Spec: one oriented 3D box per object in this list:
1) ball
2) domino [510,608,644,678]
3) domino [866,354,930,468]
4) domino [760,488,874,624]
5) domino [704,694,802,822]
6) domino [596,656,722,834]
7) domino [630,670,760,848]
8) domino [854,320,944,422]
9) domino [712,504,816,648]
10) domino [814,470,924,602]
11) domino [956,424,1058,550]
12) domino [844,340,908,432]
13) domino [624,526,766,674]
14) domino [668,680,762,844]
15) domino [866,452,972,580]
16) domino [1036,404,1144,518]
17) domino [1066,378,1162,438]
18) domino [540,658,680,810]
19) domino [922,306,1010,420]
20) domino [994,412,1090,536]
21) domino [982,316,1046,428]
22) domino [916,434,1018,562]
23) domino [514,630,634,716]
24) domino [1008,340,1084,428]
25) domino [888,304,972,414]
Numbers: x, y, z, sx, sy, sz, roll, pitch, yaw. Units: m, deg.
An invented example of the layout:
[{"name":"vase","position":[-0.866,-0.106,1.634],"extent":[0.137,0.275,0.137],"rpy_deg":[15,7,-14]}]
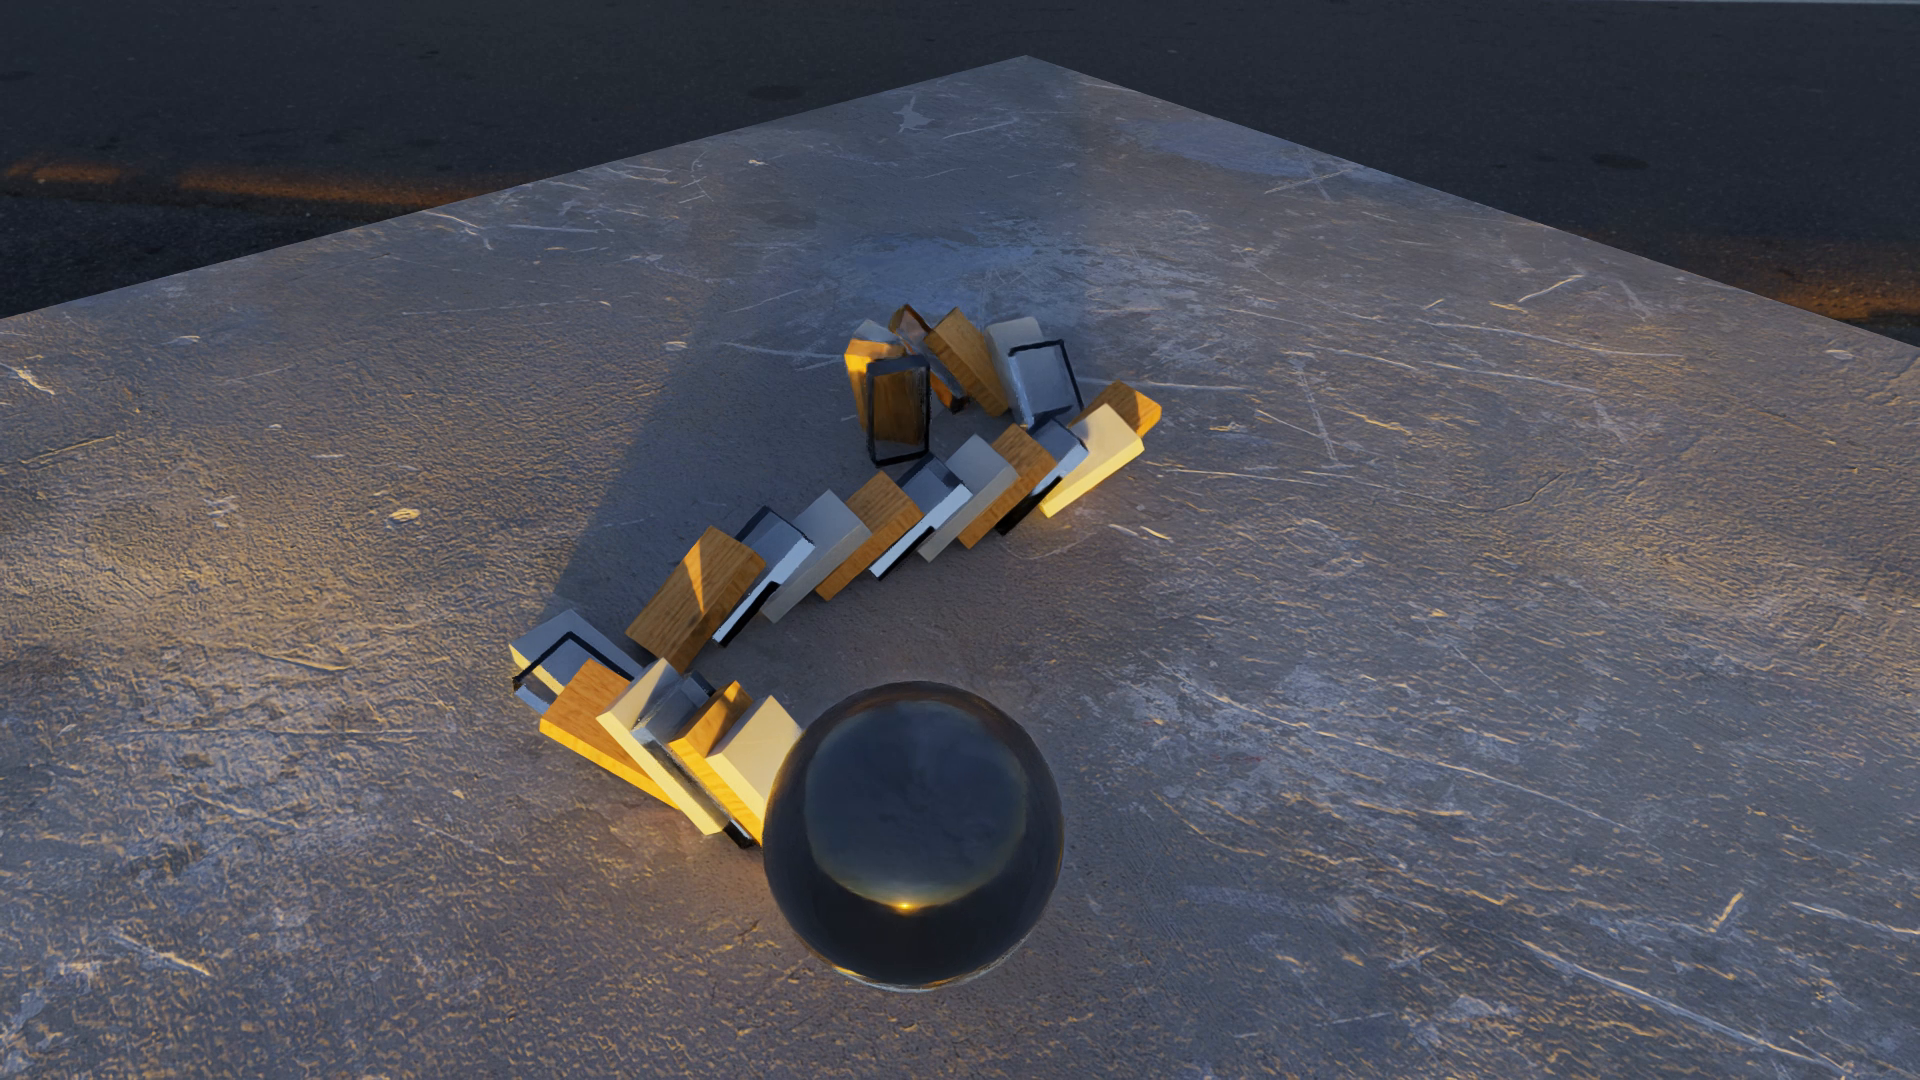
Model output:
[{"name":"ball","position":[-0.012,0.078,0.293],"extent":[0.080,0.080,0.080],"rpy_deg":[0,39,0]},{"name":"domino","position":[-0.134,0.045,0.388],"extent":[0.050,0.009,0.025],"rpy_deg":[30,48,31]},{"name":"domino","position":[-0.027,-0.056,0.479],"extent":[0.025,0.050,0.009],"rpy_deg":[-14,47,-16]},{"name":"domino","position":[-0.060,0.006,0.419],"extent":[0.050,0.010,0.025],"rpy_deg":[-42,50,-6]},{"name":"domino","position":[-0.050,0.073,0.327],"extent":[0.009,0.050,0.025],"rpy_deg":[-25,19,43]},{"name":"domino","position":[-0.085,0.064,0.339],"extent":[0.009,0.050,0.025],"rpy_deg":[-25,19,43]},{"name":"domino","position":[-0.073,0.067,0.335],"extent":[0.010,0.050,0.025],"rpy_deg":[-25,20,43]},{"name":"domino","position":[-0.028,-0.078,0.507],"extent":[0.010,0.050,0.025],"rpy_deg":[-47,51,-9]},{"name":"domino","position":[-0.080,0.013,0.411],"extent":[0.025,0.009,0.050],"rpy_deg":[33,76,34]},{"name":"domino","position":[-0.041,-0.002,0.428],"extent":[0.050,0.010,0.025],"rpy_deg":[-42,49,-4]},{"name":"domino","position":[0.013,-0.022,0.450],"extent":[0.050,0.010,0.025],"rpy_deg":[-44,49,-1]},{"name":"domino","position":[-0.034,-0.067,0.493],"extent":[0.025,0.050,0.009],"rpy_deg":[10,56,13]},{"name":"domino","position":[-0.096,0.021,0.400],"extent":[0.025,0.009,0.050],"rpy_deg":[27,73,32]},{"name":"domino","position":[-0.061,0.070,0.331],"extent":[0.009,0.050,0.025],"rpy_deg":[-25,19,43]},{"name":"domino","position":[-0.022,-0.010,0.436],"extent":[0.050,0.010,0.025],"rpy_deg":[-43,49,-2]},{"name":"domino","position":[0.050,-0.034,0.467],"extent":[0.050,0.010,0.025],"rpy_deg":[-35,55,-3]},{"name":"domino","position":[0.063,-0.048,0.487],"extent":[0.025,0.009,0.050],"rpy_deg":[37,68,24]},{"name":"domino","position":[-0.104,0.061,0.350],"extent":[0.050,0.009,0.025],"rpy_deg":[30,49,-2]},{"name":"domino","position":[0.007,-0.084,0.521],"extent":[0.050,0.010,0.025],"rpy_deg":[47,43,-12]},{"name":"domino","position":[0.027,-0.028,0.457],"extent":[0.050,0.009,0.025],"rpy_deg":[-44,49,-1]},{"name":"domino","position":[0.032,-0.080,0.519],"extent":[0.025,0.009,0.050],"rpy_deg":[-15,76,-20]},{"name":"domino","position":[-0.003,-0.017,0.443],"extent":[0.050,0.009,0.025],"rpy_deg":[-44,49,-1]},{"name":"domino","position":[-0.118,0.054,0.363],"extent":[0.050,0.009,0.025],"rpy_deg":[35,49,7]},{"name":"domino","position":[0.041,-0.066,0.505],"extent":[0.025,0.009,0.050],"rpy_deg":[-11,72,-13]},{"name":"domino","position":[-0.014,-0.086,0.520],"extent":[0.009,0.050,0.025],"rpy_deg":[-30,28,28]}]
